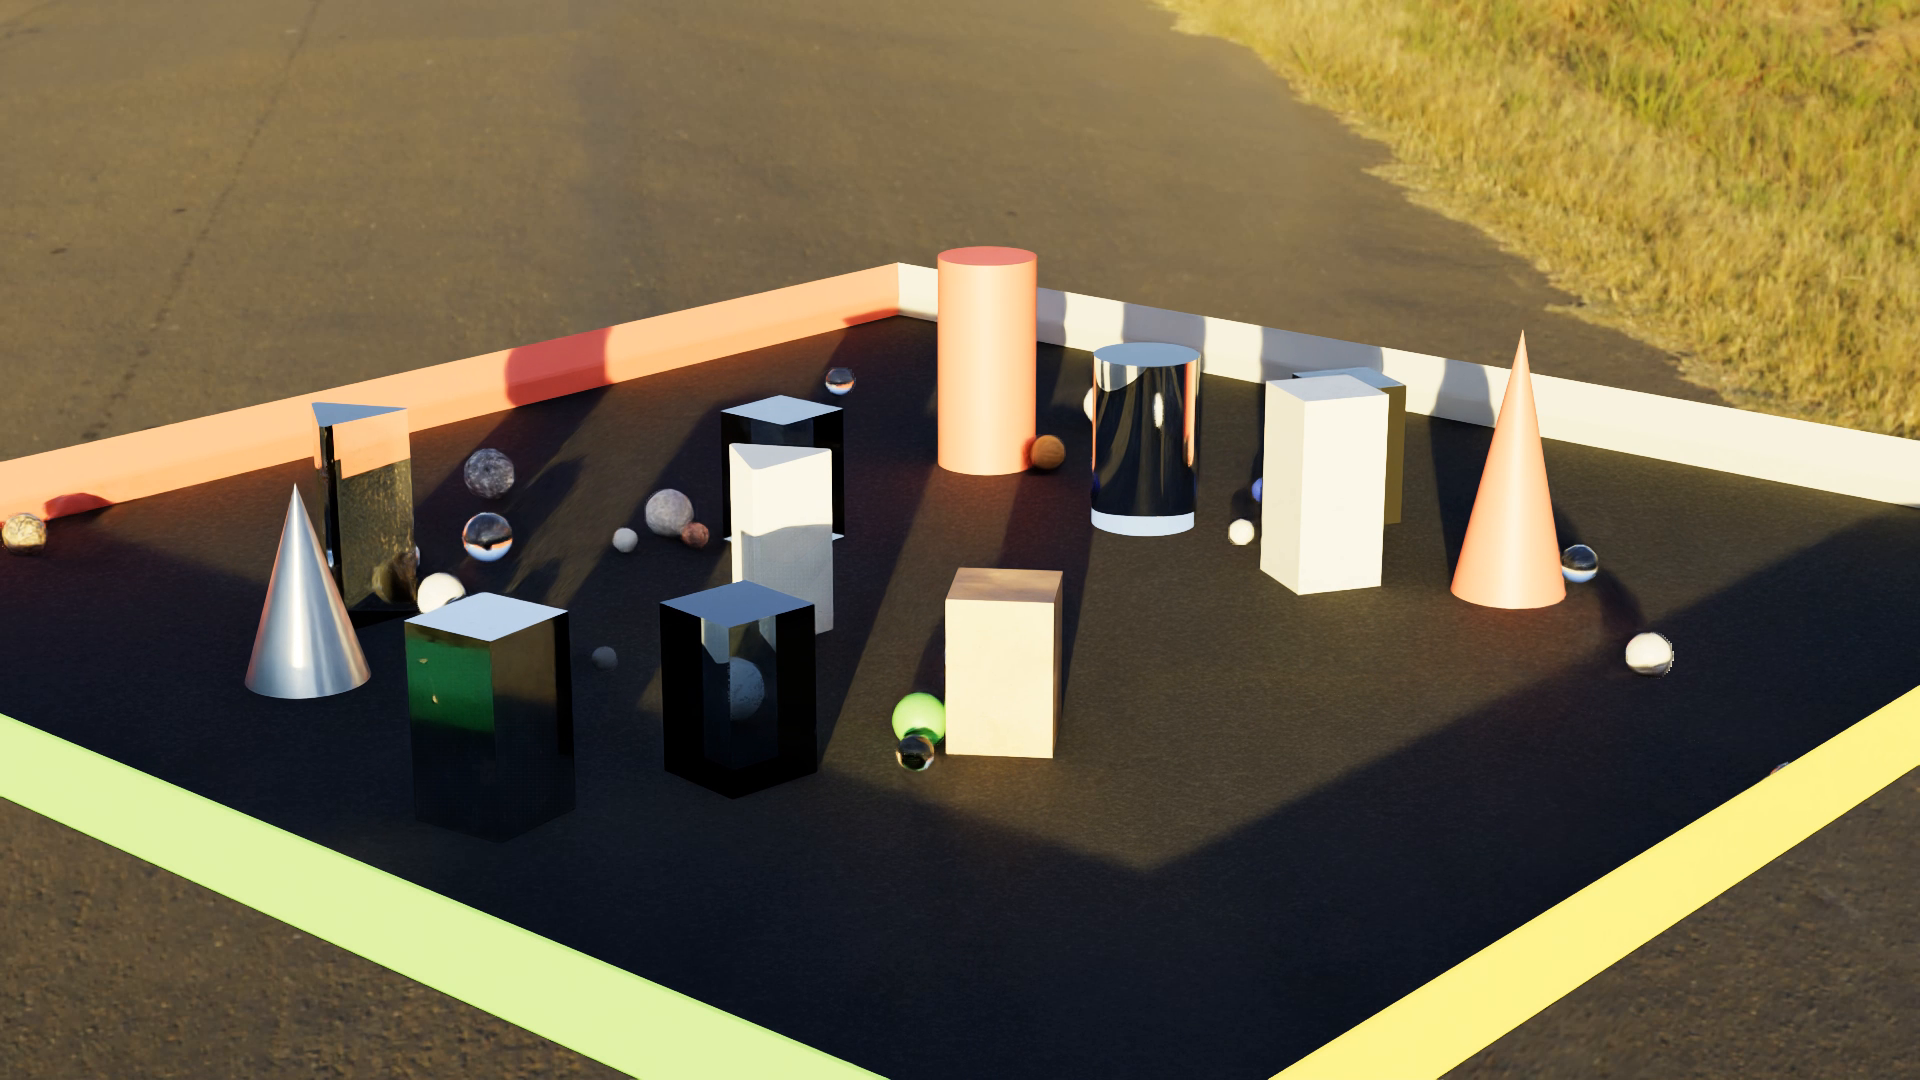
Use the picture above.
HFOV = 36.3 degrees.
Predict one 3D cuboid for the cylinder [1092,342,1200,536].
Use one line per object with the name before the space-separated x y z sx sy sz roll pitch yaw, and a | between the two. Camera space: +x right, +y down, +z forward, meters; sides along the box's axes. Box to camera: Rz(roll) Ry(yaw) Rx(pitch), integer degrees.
cylinder | 0.349 -0.192 5.529 0.200 0.325 0.200 0 17 0

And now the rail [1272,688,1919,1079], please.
rail | 1.203 0.334 4.120 0.045 0.130 3.254 14 22 39

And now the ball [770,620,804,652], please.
ball | -0.287 0.158 4.834 0.055 0.055 0.055 0 17 0

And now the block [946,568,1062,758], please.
block | 0.068 0.184 4.426 0.160 0.243 0.160 2 17 6

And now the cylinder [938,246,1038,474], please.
cylinder | 0.055 -0.363 5.924 0.200 0.426 0.200 0 17 0

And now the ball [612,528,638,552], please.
ball | -0.614 0.001 5.376 0.045 0.045 0.045 0 17 0

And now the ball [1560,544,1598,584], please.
ball | 1.097 0.043 5.196 0.068 0.068 0.068 0 17 0

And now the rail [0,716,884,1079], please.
rail | -1.051 0.382 3.961 3.234 0.130 0.045 14 22 39

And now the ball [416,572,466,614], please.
ball | -0.882 0.097 4.991 0.083 0.083 0.083 0 17 0

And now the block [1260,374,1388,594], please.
block | 0.643 -0.100 5.184 0.160 0.348 0.160 -6 18 -18

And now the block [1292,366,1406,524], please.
block | 0.734 -0.175 5.573 0.160 0.268 0.160 -6 18 -19

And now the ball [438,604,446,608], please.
ball | -0.855 0.138 4.893 0.061 0.061 0.061 0 17 0

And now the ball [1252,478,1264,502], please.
ball | 0.591 -0.096 5.691 0.049 0.049 0.049 0 17 0

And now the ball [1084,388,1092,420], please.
ball | 0.307 -0.290 6.269 0.086 0.086 0.086 0 17 0

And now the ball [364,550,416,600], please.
ball | -0.992 0.061 5.099 0.089 0.089 0.089 0 17 0

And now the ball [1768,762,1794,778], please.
ball | 1.184 0.350 4.173 0.069 0.069 0.069 0 17 0

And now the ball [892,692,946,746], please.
ball | -0.060 0.271 4.410 0.084 0.084 0.084 0 17 0

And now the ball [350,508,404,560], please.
ball | -1.058 -0.010 5.325 0.095 0.095 0.095 0 17 0

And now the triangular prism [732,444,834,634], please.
triangular prism | -0.328 0.003 4.905 0.150 0.312 0.173 15 22 41

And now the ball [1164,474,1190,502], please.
ball | 0.421 -0.101 5.700 0.052 0.052 0.052 0 17 0

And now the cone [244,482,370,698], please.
cone | -1.049 0.065 4.674 0.200 0.327 0.200 0 17 0

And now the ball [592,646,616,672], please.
ball | -0.576 0.192 4.748 0.040 0.040 0.040 0 17 0

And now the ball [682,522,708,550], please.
ball | -0.488 -0.008 5.397 0.049 0.049 0.049 0 17 0

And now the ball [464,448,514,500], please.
ball | -0.917 -0.128 5.709 0.099 0.099 0.099 0 17 0

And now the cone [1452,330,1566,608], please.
cone | 0.964 -0.136 5.090 0.200 0.470 0.200 0 17 0

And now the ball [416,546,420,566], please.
ball | -0.996 0.030 5.260 0.056 0.056 0.056 0 17 0

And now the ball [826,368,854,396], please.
ball | -0.268 -0.353 6.521 0.061 0.061 0.061 0 17 0

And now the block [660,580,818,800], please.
block | -0.323 0.216 4.286 0.160 0.260 0.160 -15 22 -41

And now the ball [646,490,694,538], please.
ball | -0.542 -0.049 5.465 0.089 0.089 0.089 0 17 0

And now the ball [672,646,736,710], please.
ball | -0.400 0.215 4.569 0.100 0.100 0.100 0 17 0

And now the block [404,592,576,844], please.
block | -0.658 0.247 4.121 0.160 0.296 0.160 11 20 32

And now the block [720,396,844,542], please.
block | -0.328 -0.122 5.436 0.160 0.246 0.160 14 22 38

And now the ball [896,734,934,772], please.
ball | -0.066 0.313 4.319 0.056 0.056 0.056 0 17 0

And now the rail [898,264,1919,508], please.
rail | 1.051 -0.317 6.279 3.234 0.130 0.045 14 22 39

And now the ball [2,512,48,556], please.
ball | -1.707 -0.011 5.353 0.080 0.080 0.080 0 17 0

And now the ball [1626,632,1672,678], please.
ball | 1.107 0.185 4.717 0.072 0.072 0.072 0 17 0

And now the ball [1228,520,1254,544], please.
ball | 0.521 -0.015 5.423 0.047 0.047 0.047 0 17 0

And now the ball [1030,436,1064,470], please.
ball | 0.176 -0.176 5.918 0.070 0.070 0.070 0 17 0

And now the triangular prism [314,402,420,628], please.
triangular prism | -1.045 -0.047 4.988 0.150 0.360 0.173 16 23 42

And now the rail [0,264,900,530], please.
rail | -1.203 -0.269 6.120 0.045 0.130 3.254 14 22 39

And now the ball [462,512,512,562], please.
ball | -0.856 -0.005 5.315 0.091 0.091 0.091 0 17 0
